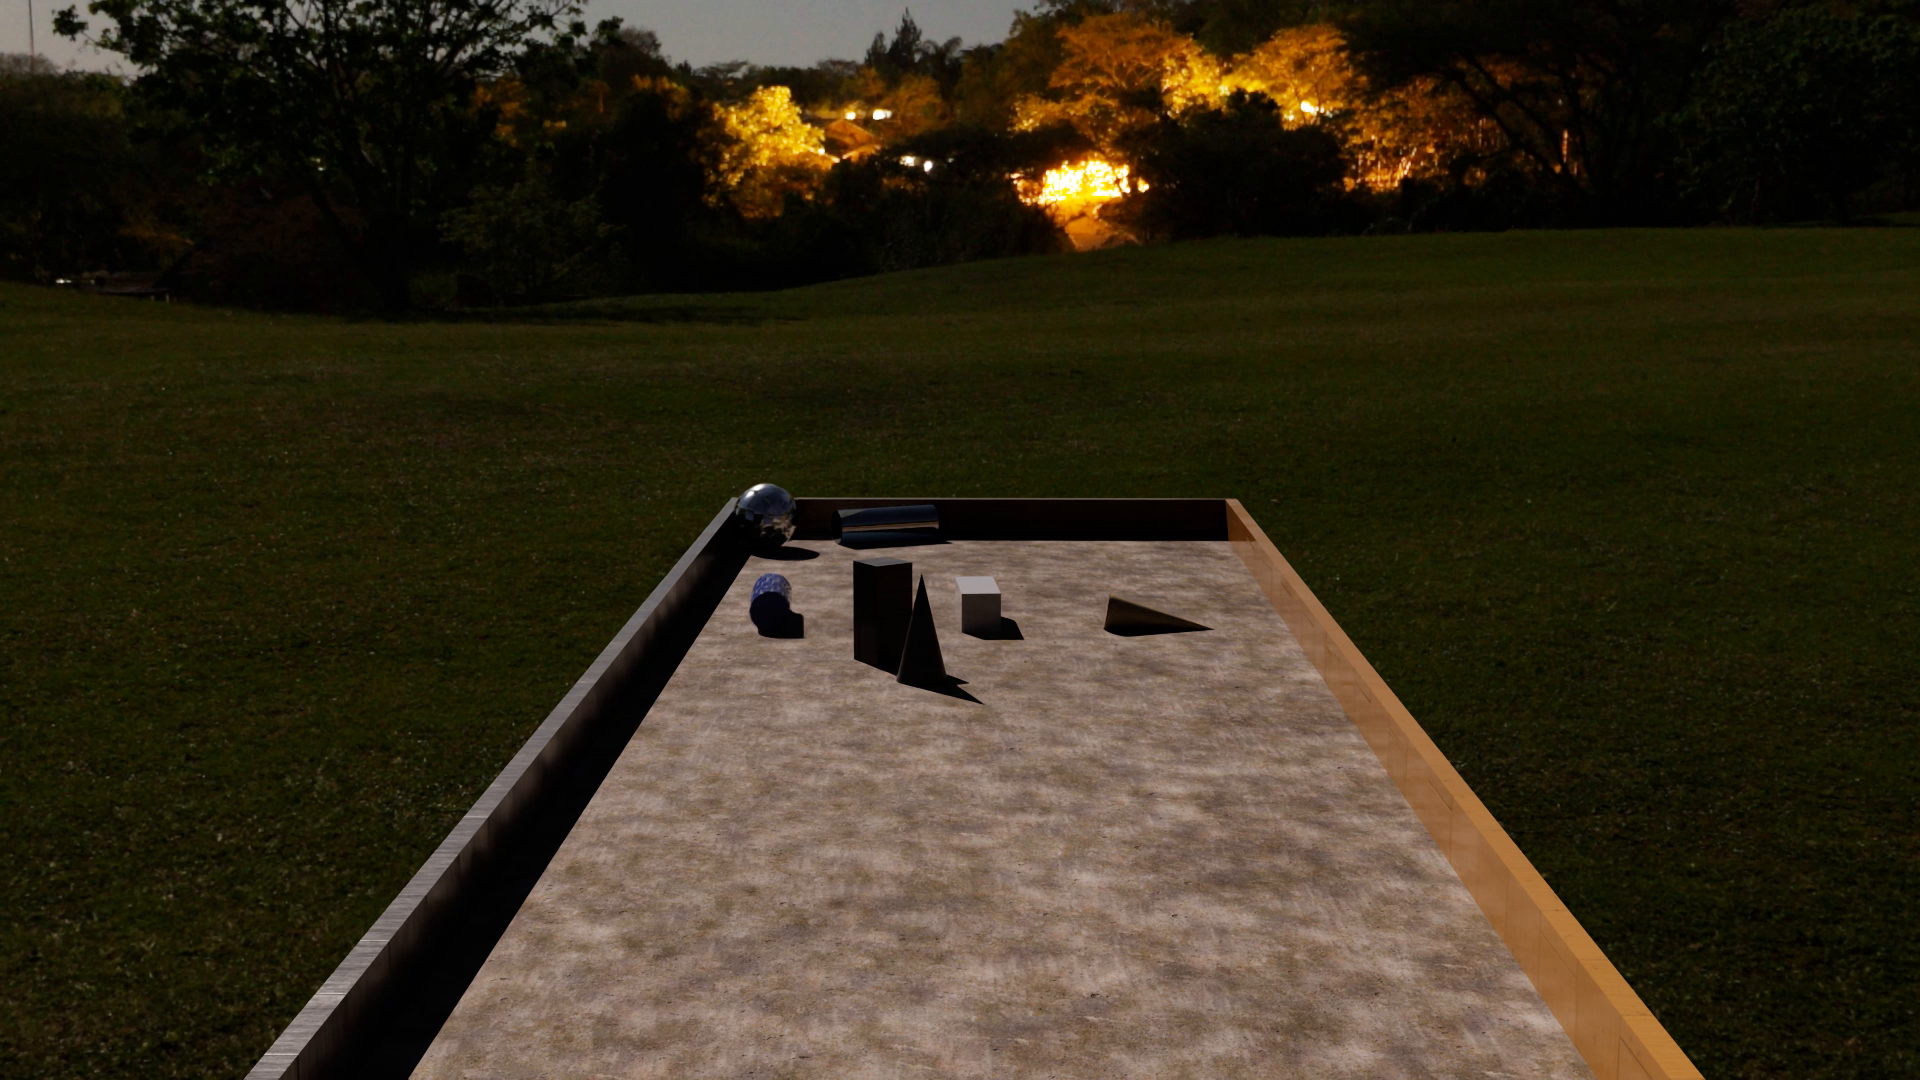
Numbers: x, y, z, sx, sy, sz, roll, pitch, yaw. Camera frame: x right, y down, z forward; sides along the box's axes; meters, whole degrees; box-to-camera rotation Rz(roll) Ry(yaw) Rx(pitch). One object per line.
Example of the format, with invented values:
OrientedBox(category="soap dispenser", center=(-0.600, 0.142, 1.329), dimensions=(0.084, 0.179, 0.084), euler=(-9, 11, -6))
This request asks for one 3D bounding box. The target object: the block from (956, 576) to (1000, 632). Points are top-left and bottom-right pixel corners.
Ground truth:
OrientedBox(category="block", center=(0.058, 0.211, 7.270), dimensions=(0.128, 0.128, 0.319), euler=(-1, 9, -4))

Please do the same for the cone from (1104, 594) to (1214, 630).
OrientedBox(category="cone", center=(0.656, 0.262, 7.171), dimensions=(0.360, 0.117, 0.117), euler=(10, 9, 2))

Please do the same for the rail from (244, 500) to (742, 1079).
OrientedBox(category="rail", center=(-1.004, 0.839, 3.234), dimensions=(0.050, 0.150, 12.000), euler=(0, 9, 1))

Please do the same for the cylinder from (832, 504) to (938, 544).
OrientedBox(category="cylinder", center=(-0.306, -0.065, 8.984), dimensions=(0.418, 0.137, 0.137), euler=(-4, 10, -22))

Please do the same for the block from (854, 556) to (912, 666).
OrientedBox(category="block", center=(-0.234, 0.216, 6.675), dimensions=(0.129, 0.305, 0.129), euler=(-6, 11, -35))

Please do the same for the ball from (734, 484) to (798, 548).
OrientedBox(category="ball", center=(-0.775, -0.096, 8.785), dimensions=(0.261, 0.261, 0.261), euler=(0, 9, 0))

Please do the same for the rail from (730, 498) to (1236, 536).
OrientedBox(category="rail", center=(0.099, -0.098, 9.147), dimensions=(2.100, 0.150, 0.050), euler=(0, 9, 1))

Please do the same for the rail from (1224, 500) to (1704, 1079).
OrientedBox(category="rail", center=(1.046, 0.843, 3.208), dimensions=(0.050, 0.150, 12.000), euler=(0, 9, 1))

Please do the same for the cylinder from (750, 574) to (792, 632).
OrientedBox(category="cylinder", center=(-0.626, 0.204, 7.301), dimensions=(0.131, 0.131, 0.348), euler=(-1, 9, -4))

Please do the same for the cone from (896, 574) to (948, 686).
OrientedBox(category="cone", center=(-0.111, 0.251, 6.399), dimensions=(0.151, 0.321, 0.151), euler=(0, 9, 0))
